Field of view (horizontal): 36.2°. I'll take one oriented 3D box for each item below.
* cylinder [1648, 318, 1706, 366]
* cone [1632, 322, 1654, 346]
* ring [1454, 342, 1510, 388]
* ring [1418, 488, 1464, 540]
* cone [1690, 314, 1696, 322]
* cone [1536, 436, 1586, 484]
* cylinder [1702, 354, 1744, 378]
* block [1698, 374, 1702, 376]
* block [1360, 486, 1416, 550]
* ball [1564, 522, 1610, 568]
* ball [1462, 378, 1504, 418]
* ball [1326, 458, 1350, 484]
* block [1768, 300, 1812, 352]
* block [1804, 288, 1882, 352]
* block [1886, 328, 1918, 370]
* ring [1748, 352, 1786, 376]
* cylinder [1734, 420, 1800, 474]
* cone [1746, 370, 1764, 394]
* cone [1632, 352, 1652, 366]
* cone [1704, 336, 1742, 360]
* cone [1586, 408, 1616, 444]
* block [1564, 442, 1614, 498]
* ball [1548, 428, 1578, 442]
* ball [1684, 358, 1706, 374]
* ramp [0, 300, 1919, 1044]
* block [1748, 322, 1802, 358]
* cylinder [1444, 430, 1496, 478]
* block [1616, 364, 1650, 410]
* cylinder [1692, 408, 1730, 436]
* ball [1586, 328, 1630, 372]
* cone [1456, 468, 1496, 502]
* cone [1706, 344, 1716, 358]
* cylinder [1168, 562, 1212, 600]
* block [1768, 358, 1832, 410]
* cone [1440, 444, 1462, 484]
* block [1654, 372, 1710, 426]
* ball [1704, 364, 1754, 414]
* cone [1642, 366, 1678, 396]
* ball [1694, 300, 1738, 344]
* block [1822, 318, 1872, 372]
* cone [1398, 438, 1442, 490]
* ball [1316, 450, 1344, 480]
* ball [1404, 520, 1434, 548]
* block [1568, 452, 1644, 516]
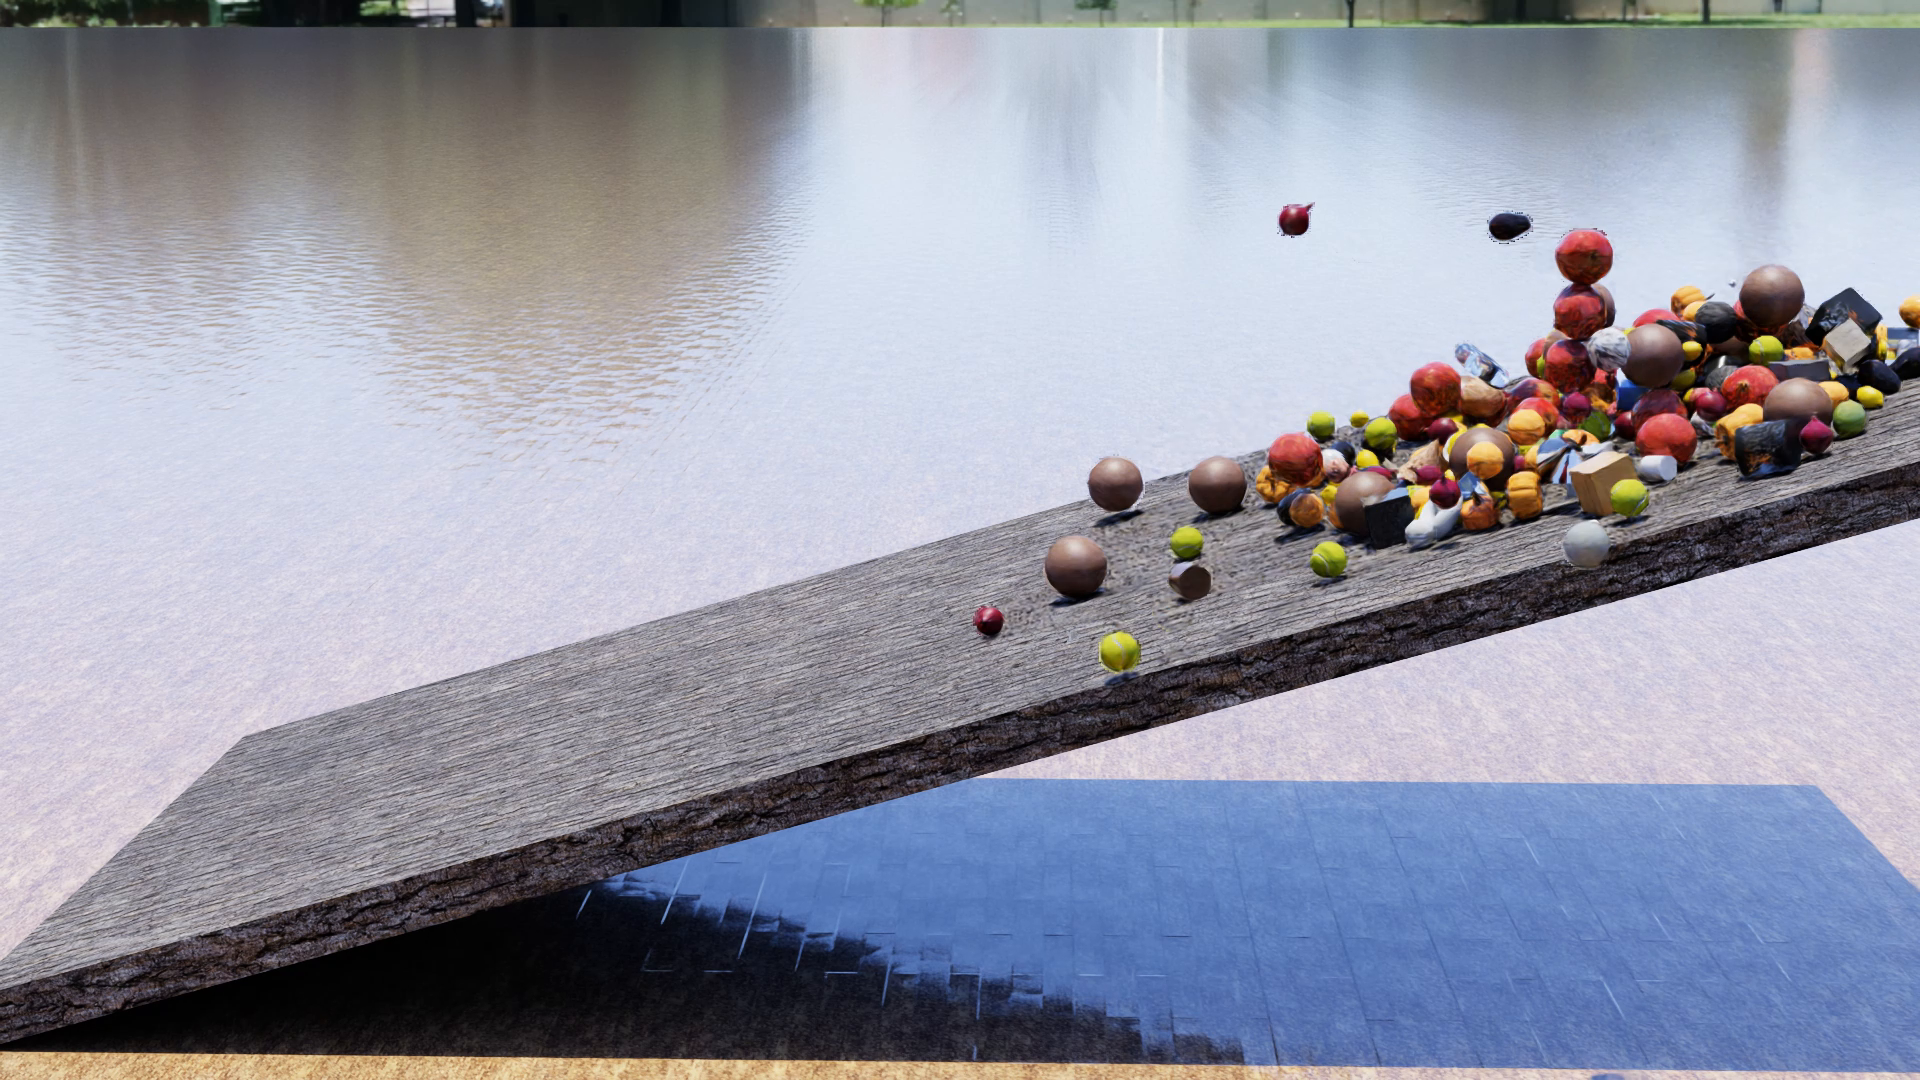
[{"bbox_3d":[1.484,-0.408,6.083,0.090,0.090,0.090,5,10,-7],"label":"cylinder"},{"bbox_3d":[1.479,-0.428,6.304,0.059,0.059,0.059,-3,55,-17],"label":"cone"},{"bbox_3d":[1.085,-0.362,6.112,0.131,0.044,0.131,34,13,-9],"label":"ring"},{"bbox_3d":[0.934,-0.051,5.716,0.039,0.116,0.116,32,3,-15],"label":"ring"},{"bbox_3d":[1.588,-0.448,6.411,0.067,0.067,0.067,-31,8,7],"label":"cone"},{"bbox_3d":[1.151,-0.165,5.584,0.095,0.095,0.095,0,-14,0],"label":"cone"},{"bbox_3d":[1.578,-0.330,6.102,0.081,0.081,0.081,5,56,25],"label":"cylinder"},{"bbox_3d":[1.561,-0.321,6.263,0.053,0.053,0.053,-24,12,-20],"label":"block"},{"bbox_3d":[0.847,-0.042,5.786,0.091,0.091,0.091,-15,10,6],"label":"block"},{"bbox_3d":[1.104,0.008,5.178,0.080,0.080,0.080,0,11,0],"label":"ball"},{"bbox_3d":[1.122,-0.305,6.316,0.090,0.090,0.090,0,11,0],"label":"ball"},{"bbox_3d":[0.772,-0.141,6.008,0.051,0.051,0.051,0,11,0],"label":"ball"},{"bbox_3d":[1.760,-0.454,6.240,0.066,0.066,0.066,-22,36,27],"label":"block"},{"bbox_3d":[1.797,-0.437,5.982,0.092,0.092,0.092,-28,63,-27],"label":"block"},{"bbox_3d":[1.901,-0.385,5.939,0.061,0.061,0.061,2,47,16],"label":"block"},{"bbox_3d":[1.661,-0.363,6.052,0.083,0.028,0.083,-18,-15,-5],"label":"ring"},{"bbox_3d":[1.490,-0.170,5.428,0.093,0.093,0.093,7,13,33],"label":"cylinder"},{"bbox_3d":[1.673,-0.347,6.165,0.057,0.057,0.057,-46,-18,33],"label":"cone"},{"bbox_3d":[1.528,-0.389,6.633,0.050,0.050,0.050,-32,20,-14],"label":"cone"},{"bbox_3d":[1.660,-0.409,6.429,0.083,0.083,0.083,4,11,20],"label":"cone"},{"bbox_3d":[1.328,-0.250,6.169,0.071,0.071,0.071,-29,8,5],"label":"cone"},{"bbox_3d":[1.226,-0.137,5.722,0.080,0.080,0.080,-9,12,38],"label":"block"},{"bbox_3d":[1.246,-0.199,6.081,0.063,0.063,0.063,0,11,0],"label":"ball"},{"bbox_3d":[1.623,-0.376,6.473,0.056,0.056,0.056,0,11,0],"label":"ball"},{"bbox_3d":[0.089,0.188,6.322,4.000,0.100,2.000,-16,10,5],"label":"ramp"},{"bbox_3d":[1.798,-0.439,6.486,0.074,0.074,0.074,-18,10,-11],"label":"block"},{"bbox_3d":[1.058,-0.174,6.108,0.078,0.078,0.078,12,-17,47],"label":"cylinder"},{"bbox_3d":[1.407,-0.319,6.148,0.066,0.066,0.066,-1,47,9],"label":"block"},{"bbox_3d":[1.502,-0.235,5.889,0.054,0.054,0.054,-3,5,-16],"label":"cylinder"},{"bbox_3d":[1.264,-0.371,5.728,0.084,0.084,0.084,0,11,0],"label":"ball"},{"bbox_3d":[1.018,-0.090,5.746,0.073,0.073,0.073,27,1,-21],"label":"cone"},{"bbox_3d":[1.683,-0.413,6.470,0.079,0.079,0.079,-26,3,16],"label":"cone"},{"bbox_3d":[0.454,0.081,5.814,0.067,0.067,0.067,-2,6,-13],"label":"cylinder"},{"bbox_3d":[1.674,-0.311,5.862,0.089,0.089,0.089,-6,7,-7],"label":"block"},{"bbox_3d":[1.025,-0.173,6.181,0.079,0.079,0.079,-12,38,10],"label":"cone"},{"bbox_3d":[1.486,-0.292,6.052,0.075,0.075,0.075,-34,31,-33],"label":"block"},{"bbox_3d":[1.563,-0.306,5.980,0.099,0.099,0.099,0,11,0],"label":"ball"},{"bbox_3d":[1.414,-0.338,5.978,0.065,0.065,0.065,28,15,5],"label":"cone"},{"bbox_3d":[1.572,-0.453,6.118,0.090,0.090,0.090,0,11,0],"label":"ball"},{"bbox_3d":[1.752,-0.386,5.812,0.065,0.065,0.065,-36,-19,1],"label":"block"},{"bbox_3d":[0.961,-0.168,6.028,0.095,0.095,0.095,18,22,-7],"label":"cone"},{"bbox_3d":[0.831,-0.170,6.595,0.068,0.068,0.068,0,11,0],"label":"ball"},{"bbox_3d":[0.884,-0.012,5.659,0.056,0.056,0.056,0,11,0],"label":"ball"},{"bbox_3d":[1.212,-0.106,5.518,0.087,0.087,0.087,-26,12,-12],"label":"block"}]
